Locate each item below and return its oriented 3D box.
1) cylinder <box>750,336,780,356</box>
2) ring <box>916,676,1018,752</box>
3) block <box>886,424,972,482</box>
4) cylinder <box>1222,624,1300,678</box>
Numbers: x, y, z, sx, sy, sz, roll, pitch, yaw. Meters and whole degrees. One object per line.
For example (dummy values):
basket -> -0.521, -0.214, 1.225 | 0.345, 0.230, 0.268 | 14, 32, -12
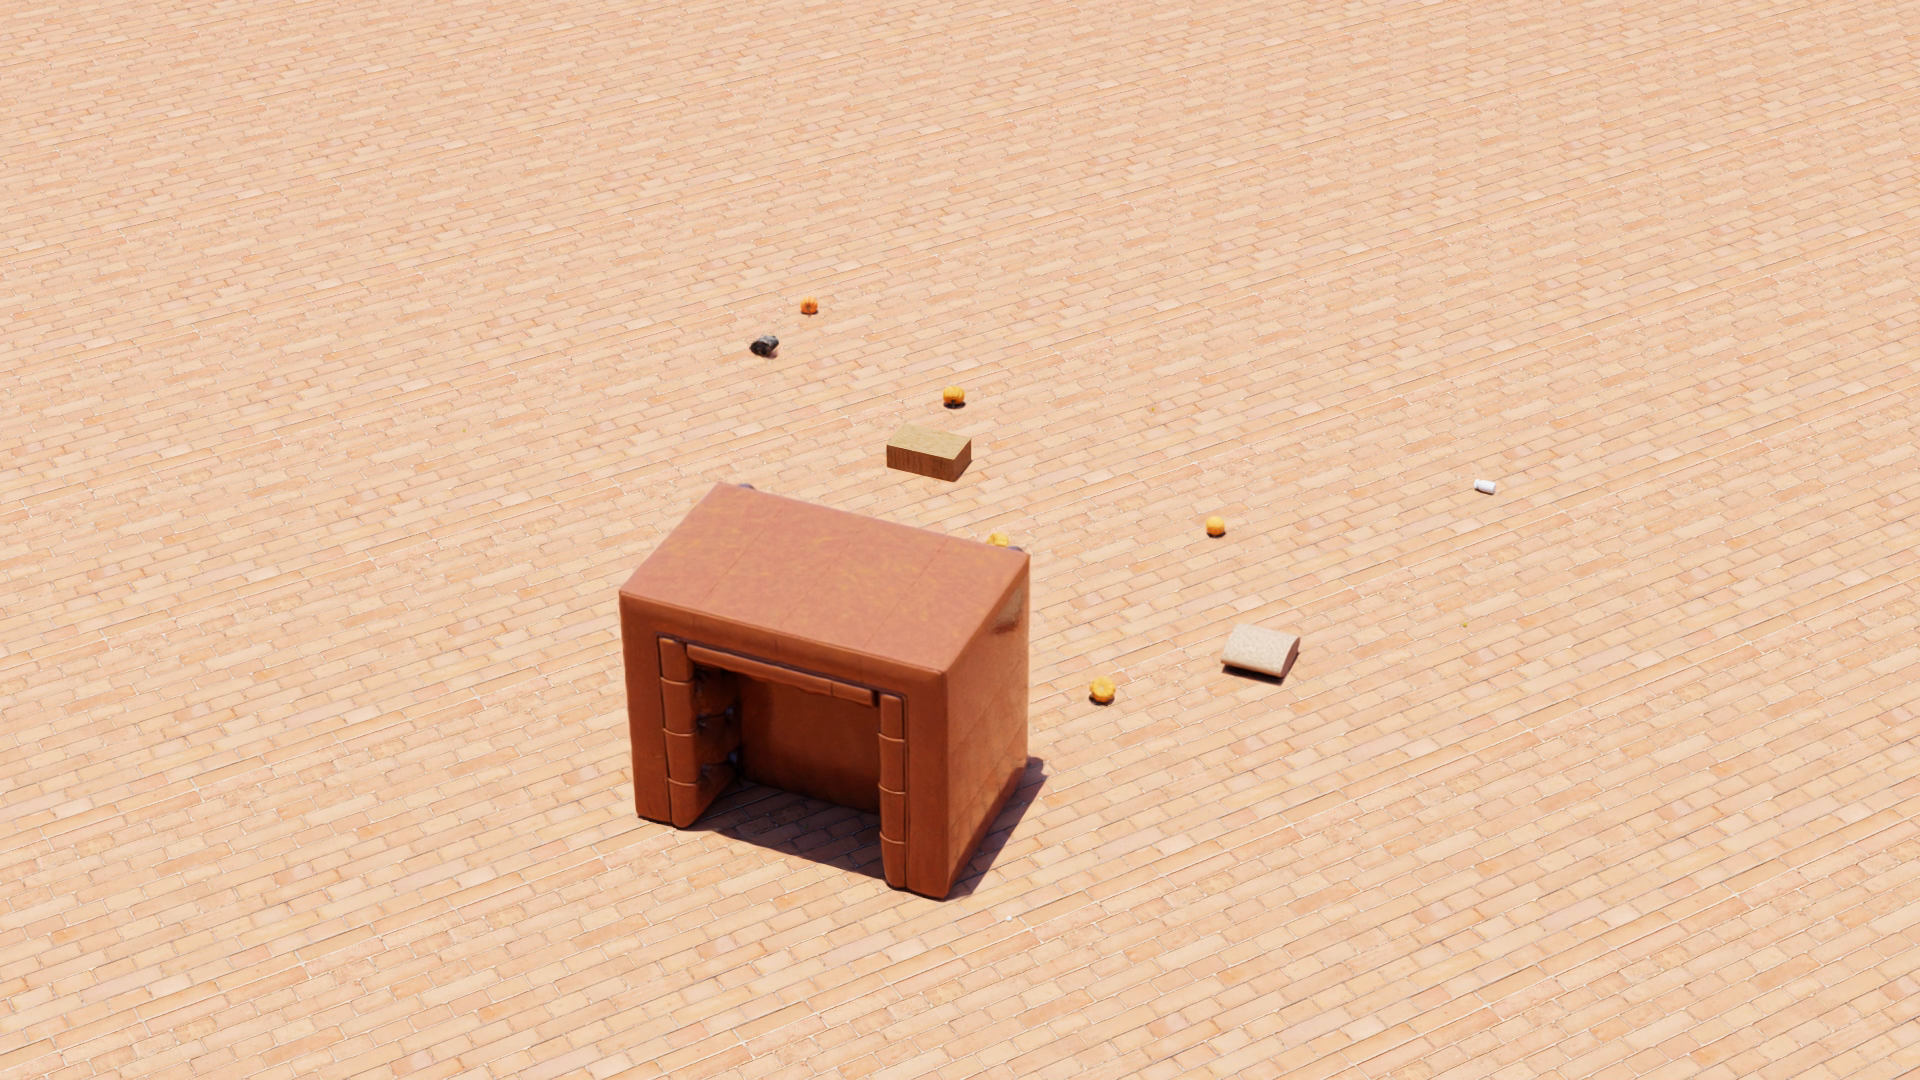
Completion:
cylinder -> -0.807, -0.802, 12.095 | 0.116, 0.062, 0.061 | -5, 24, 40
ring -> 0.024, 0.588, 9.967 | 0.343, 0.097, 0.381 | 9, 34, 15
block -> -0.120, -0.339, 11.364 | 0.284, 0.104, 0.175 | 13, 36, 19
cylinder -> 1.054, 0.387, 10.272 | 0.217, 0.094, 0.235 | 13, 33, 19
